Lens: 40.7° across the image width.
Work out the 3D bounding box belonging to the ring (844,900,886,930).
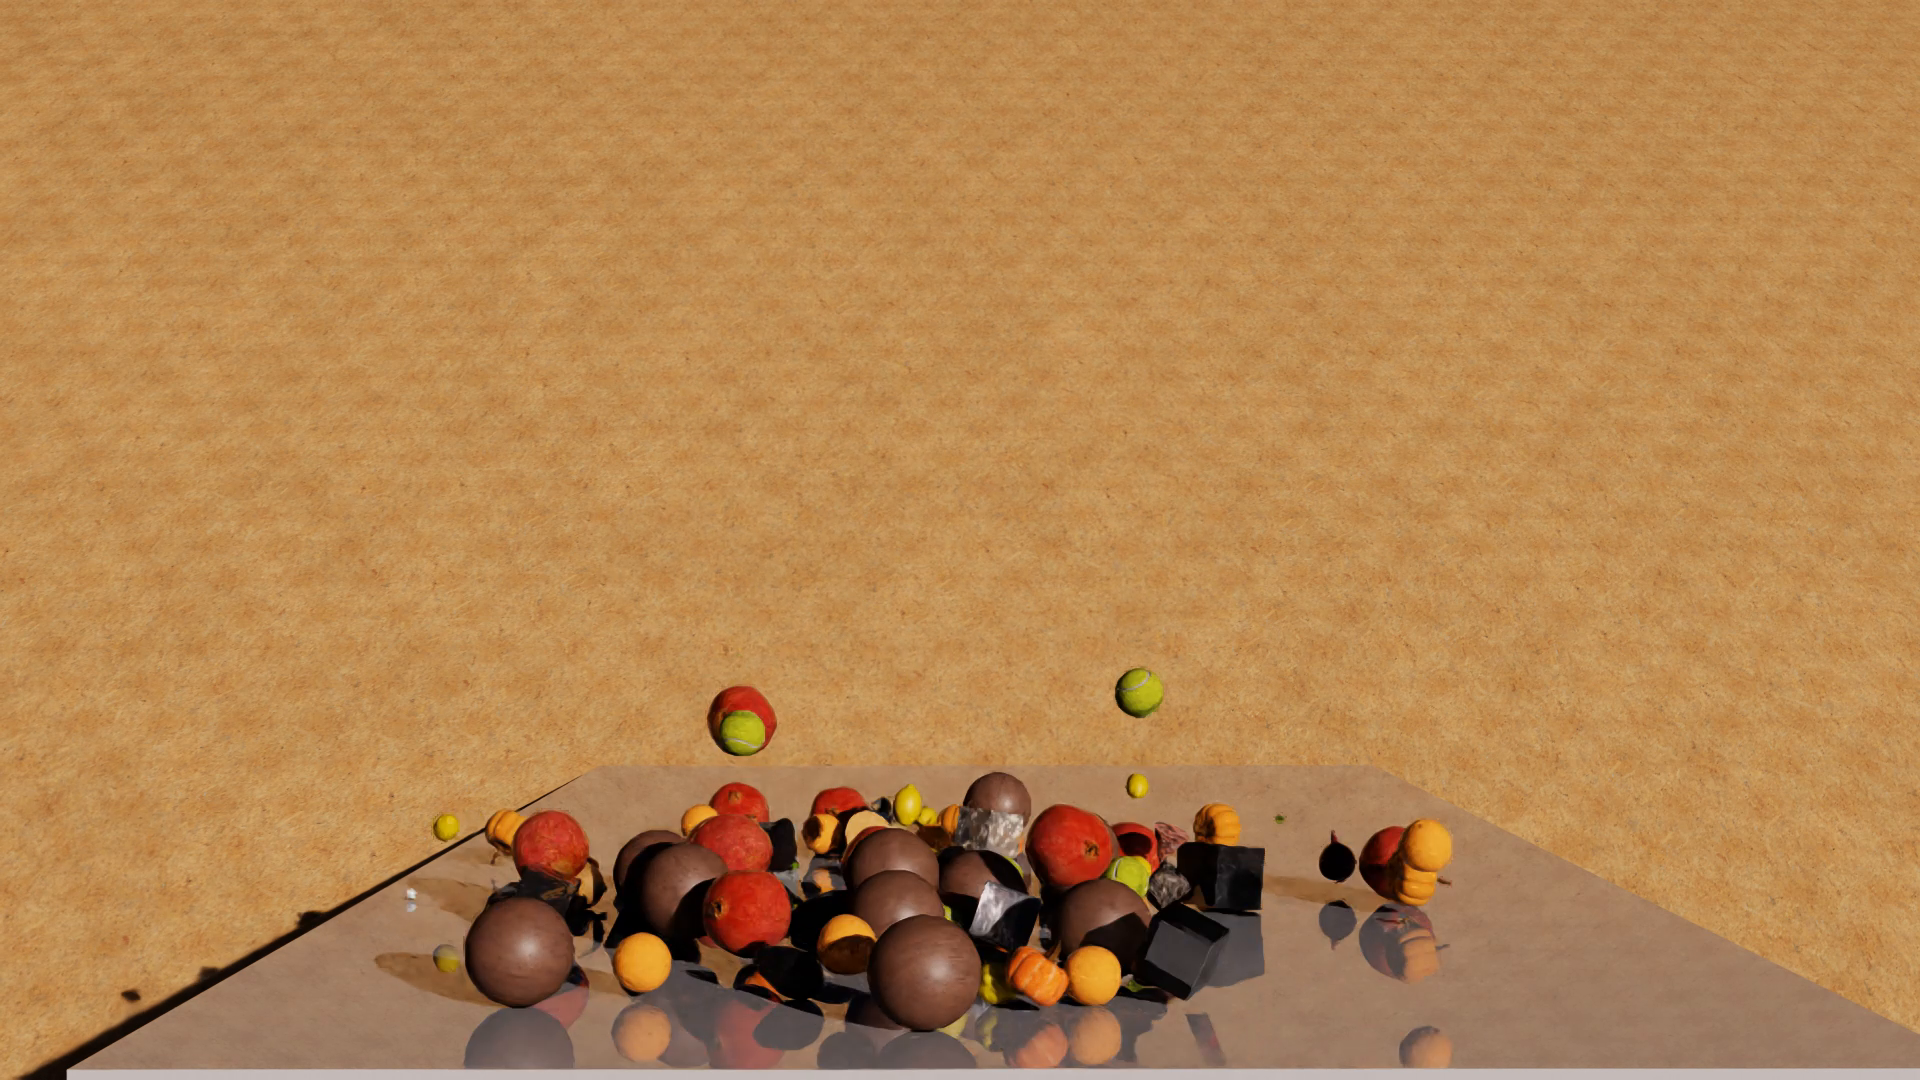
[{"bbox_3d":[-0.158,0.542,3.753,0.102,0.034,0.102,1,1,0],"label":"ring"}]

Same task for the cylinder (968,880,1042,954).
[{"bbox_3d":[0.059,0.498,3.415,0.077,0.077,0.077,19,33,3],"label":"cylinder"}]

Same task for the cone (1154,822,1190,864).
[{"bbox_3d":[0.308,0.461,3.878,0.056,0.056,0.056,19,14,-5],"label":"cone"}]

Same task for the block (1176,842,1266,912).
[{"bbox_3d":[0.391,0.506,3.909,0.093,0.093,0.093,10,-7,-35],"label":"block"}]

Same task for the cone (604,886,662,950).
[{"bbox_3d":[-0.450,0.517,3.569,0.082,0.082,0.082,0,0,0],"label":"cone"}]

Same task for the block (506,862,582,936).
[{"bbox_3d":[-0.590,0.509,3.677,0.076,0.076,0.076,21,-1,-1],"label":"block"}]

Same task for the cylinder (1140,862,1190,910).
[{"bbox_3d":[0.305,0.516,3.850,0.054,0.054,0.054,-39,43,-13],"label":"cylinder"}]

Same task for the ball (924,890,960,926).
[{"bbox_3d":[-0.027,0.533,3.761,0.052,0.052,0.052,0,31,0],"label":"ball"}]

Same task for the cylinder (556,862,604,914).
[{"bbox_3d":[-0.583,0.525,3.908,0.071,0.071,0.071,9,2,14],"label":"cylinder"}]

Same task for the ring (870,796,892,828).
[{"bbox_3d":[-0.146,0.513,4.640,0.036,0.108,0.108,9,32,7],"label":"ring"}]

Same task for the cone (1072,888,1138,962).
[{"bbox_3d":[0.196,0.510,3.453,0.094,0.094,0.094,0,0,0],"label":"cone"}]

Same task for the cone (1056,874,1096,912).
[{"bbox_3d":[0.172,0.544,3.898,0.063,0.063,0.063,5,14,8],"label":"cone"}]

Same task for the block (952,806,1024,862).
[{"bbox_3d":[0.046,0.482,4.247,0.076,0.076,0.076,14,-8,-43],"label":"block"}]

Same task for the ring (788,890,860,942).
[{"bbox_3d":[-0.187,0.519,3.572,0.108,0.108,0.036,-15,62,-23],"label":"ring"}]

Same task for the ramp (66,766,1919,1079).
[{"bbox_3d":[0.070,0.616,4.694,2.000,0.100,4.000,0,0,0],"label":"ramp"}]

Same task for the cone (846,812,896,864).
[{"bbox_3d":[-0.181,0.543,4.577,0.098,0.098,0.098,16,56,-25],"label":"cone"}]

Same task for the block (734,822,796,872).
[{"bbox_3d":[-0.335,0.527,4.447,0.076,0.076,0.076,0,-1,38],"label":"block"}]

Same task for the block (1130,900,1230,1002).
[{"bbox_3d":[0.264,0.490,3.097,0.077,0.077,0.077,27,17,20],"label":"block"}]
